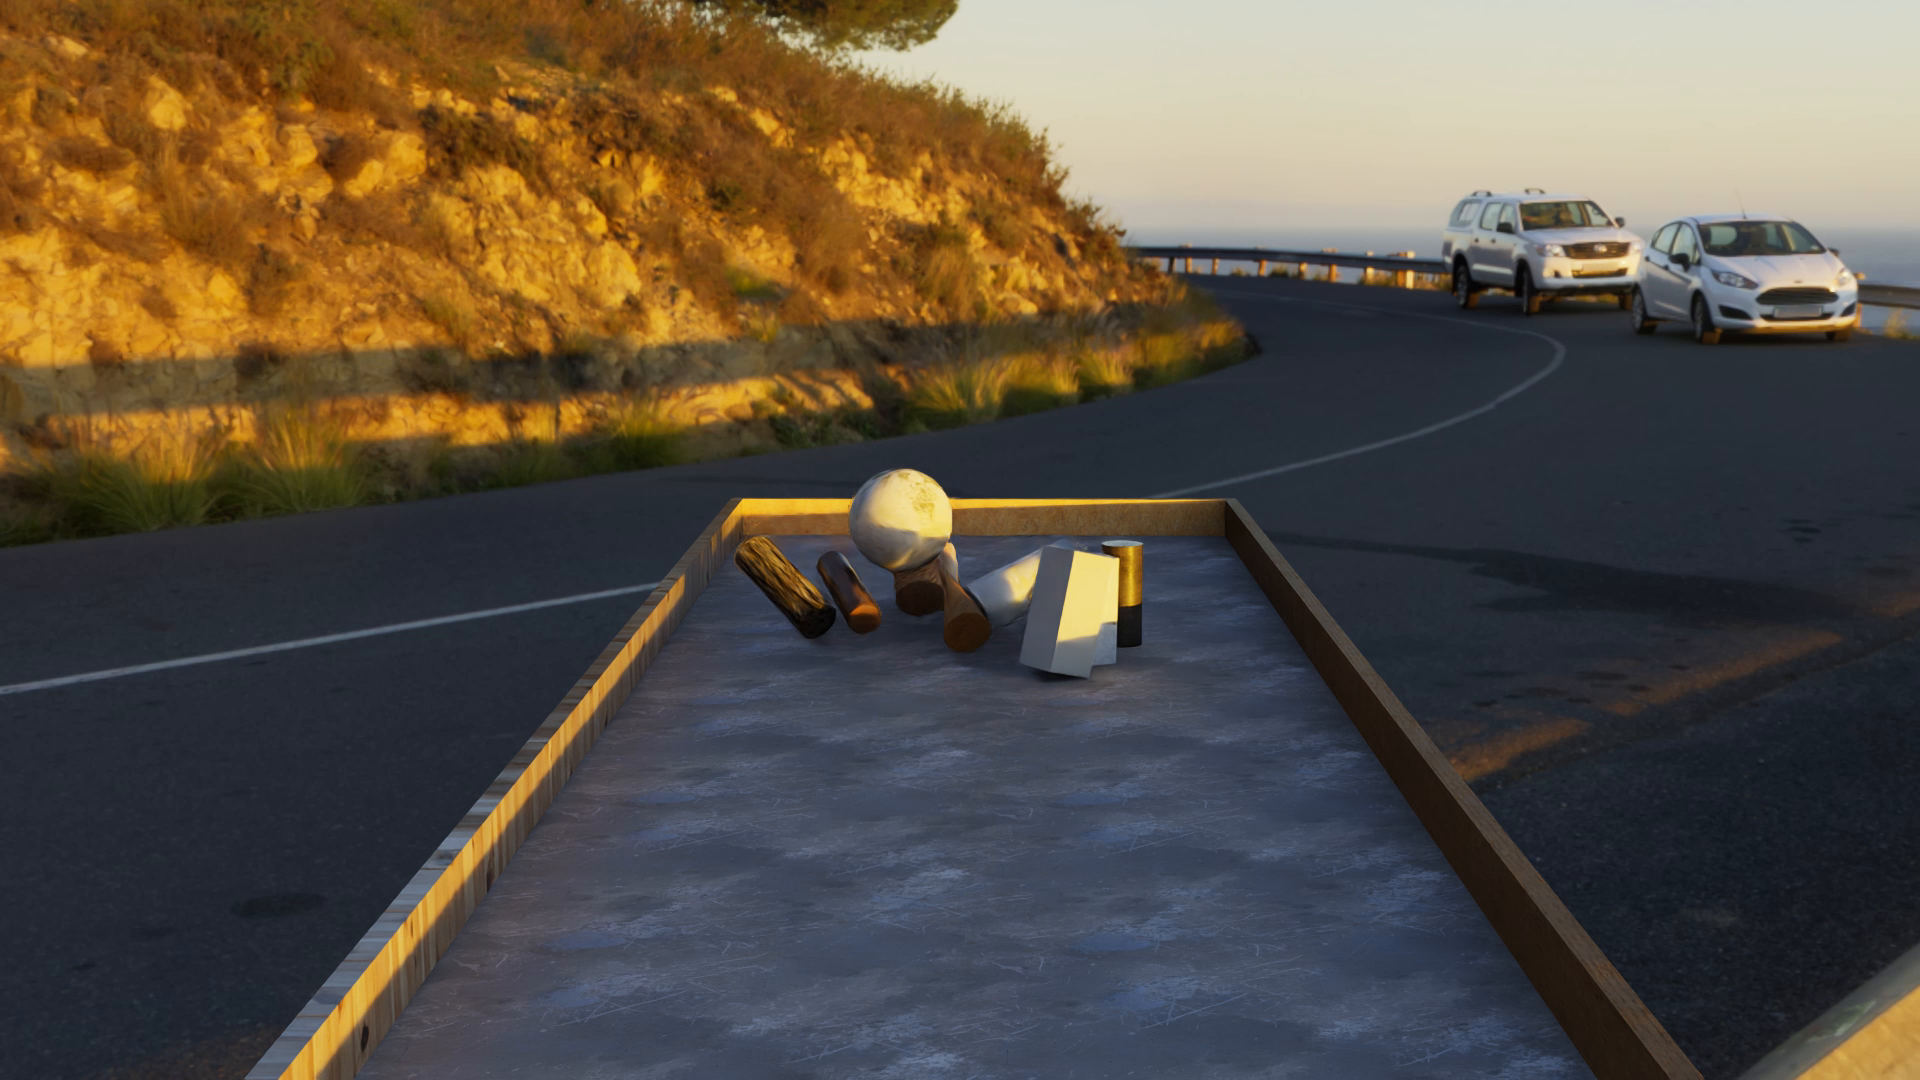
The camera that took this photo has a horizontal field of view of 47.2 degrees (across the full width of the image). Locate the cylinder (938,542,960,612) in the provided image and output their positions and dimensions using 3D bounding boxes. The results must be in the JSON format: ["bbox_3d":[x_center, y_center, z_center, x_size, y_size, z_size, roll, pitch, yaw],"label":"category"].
[{"bbox_3d":[-0.064,0.120,7.597,0.117,0.117,0.320,0,26,-3],"label":"cylinder"}]

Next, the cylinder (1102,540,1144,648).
[{"bbox_3d":[0.509,0.169,6.922,0.130,0.320,0.130,0,9,0],"label":"cylinder"}]

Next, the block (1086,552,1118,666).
[{"bbox_3d":[0.394,0.208,6.659,0.122,0.322,0.122,-3,9,-26],"label":"block"}]

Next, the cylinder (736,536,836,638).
[{"bbox_3d":[-0.563,0.150,7.110,0.132,0.132,0.398,-8,39,-40],"label":"cylinder"}]

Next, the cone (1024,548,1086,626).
[{"bbox_3d":[0.327,0.158,6.962,0.113,0.317,0.113,28,-7,4],"label":"cone"}]

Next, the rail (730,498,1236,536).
[{"bbox_3d":[0.099,-0.098,9.147,2.100,0.150,0.050,0,9,1],"label":"rail"}]

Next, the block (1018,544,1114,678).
[{"bbox_3d":[0.312,0.209,6.466,0.150,0.357,0.150,11,1,-37],"label":"block"}]

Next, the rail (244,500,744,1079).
[{"bbox_3d":[-1.004,0.839,3.234,0.050,0.150,12.000,0,9,1],"label":"rail"}]

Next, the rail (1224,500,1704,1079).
[{"bbox_3d":[1.046,0.843,3.208,0.050,0.150,12.000,0,9,1],"label":"rail"}]

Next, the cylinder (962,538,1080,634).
[{"bbox_3d":[0.205,0.153,7.102,0.393,0.177,0.177,-25,19,-24],"label":"cylinder"}]

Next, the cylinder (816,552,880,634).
[{"bbox_3d":[-0.360,0.166,7.059,0.104,0.104,0.397,-3,26,-18],"label":"cylinder"}]

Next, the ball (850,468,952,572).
[{"bbox_3d":[-0.193,-0.066,7.209,0.340,0.340,0.340,0,9,0],"label":"ball"}]

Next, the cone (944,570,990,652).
[{"bbox_3d":[-0.012,0.187,6.919,0.150,0.150,0.347,-2,35,-12],"label":"cone"}]

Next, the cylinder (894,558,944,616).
[{"bbox_3d":[-0.152,0.061,7.439,0.161,0.161,0.401,-1,42,-7],"label":"cylinder"}]
